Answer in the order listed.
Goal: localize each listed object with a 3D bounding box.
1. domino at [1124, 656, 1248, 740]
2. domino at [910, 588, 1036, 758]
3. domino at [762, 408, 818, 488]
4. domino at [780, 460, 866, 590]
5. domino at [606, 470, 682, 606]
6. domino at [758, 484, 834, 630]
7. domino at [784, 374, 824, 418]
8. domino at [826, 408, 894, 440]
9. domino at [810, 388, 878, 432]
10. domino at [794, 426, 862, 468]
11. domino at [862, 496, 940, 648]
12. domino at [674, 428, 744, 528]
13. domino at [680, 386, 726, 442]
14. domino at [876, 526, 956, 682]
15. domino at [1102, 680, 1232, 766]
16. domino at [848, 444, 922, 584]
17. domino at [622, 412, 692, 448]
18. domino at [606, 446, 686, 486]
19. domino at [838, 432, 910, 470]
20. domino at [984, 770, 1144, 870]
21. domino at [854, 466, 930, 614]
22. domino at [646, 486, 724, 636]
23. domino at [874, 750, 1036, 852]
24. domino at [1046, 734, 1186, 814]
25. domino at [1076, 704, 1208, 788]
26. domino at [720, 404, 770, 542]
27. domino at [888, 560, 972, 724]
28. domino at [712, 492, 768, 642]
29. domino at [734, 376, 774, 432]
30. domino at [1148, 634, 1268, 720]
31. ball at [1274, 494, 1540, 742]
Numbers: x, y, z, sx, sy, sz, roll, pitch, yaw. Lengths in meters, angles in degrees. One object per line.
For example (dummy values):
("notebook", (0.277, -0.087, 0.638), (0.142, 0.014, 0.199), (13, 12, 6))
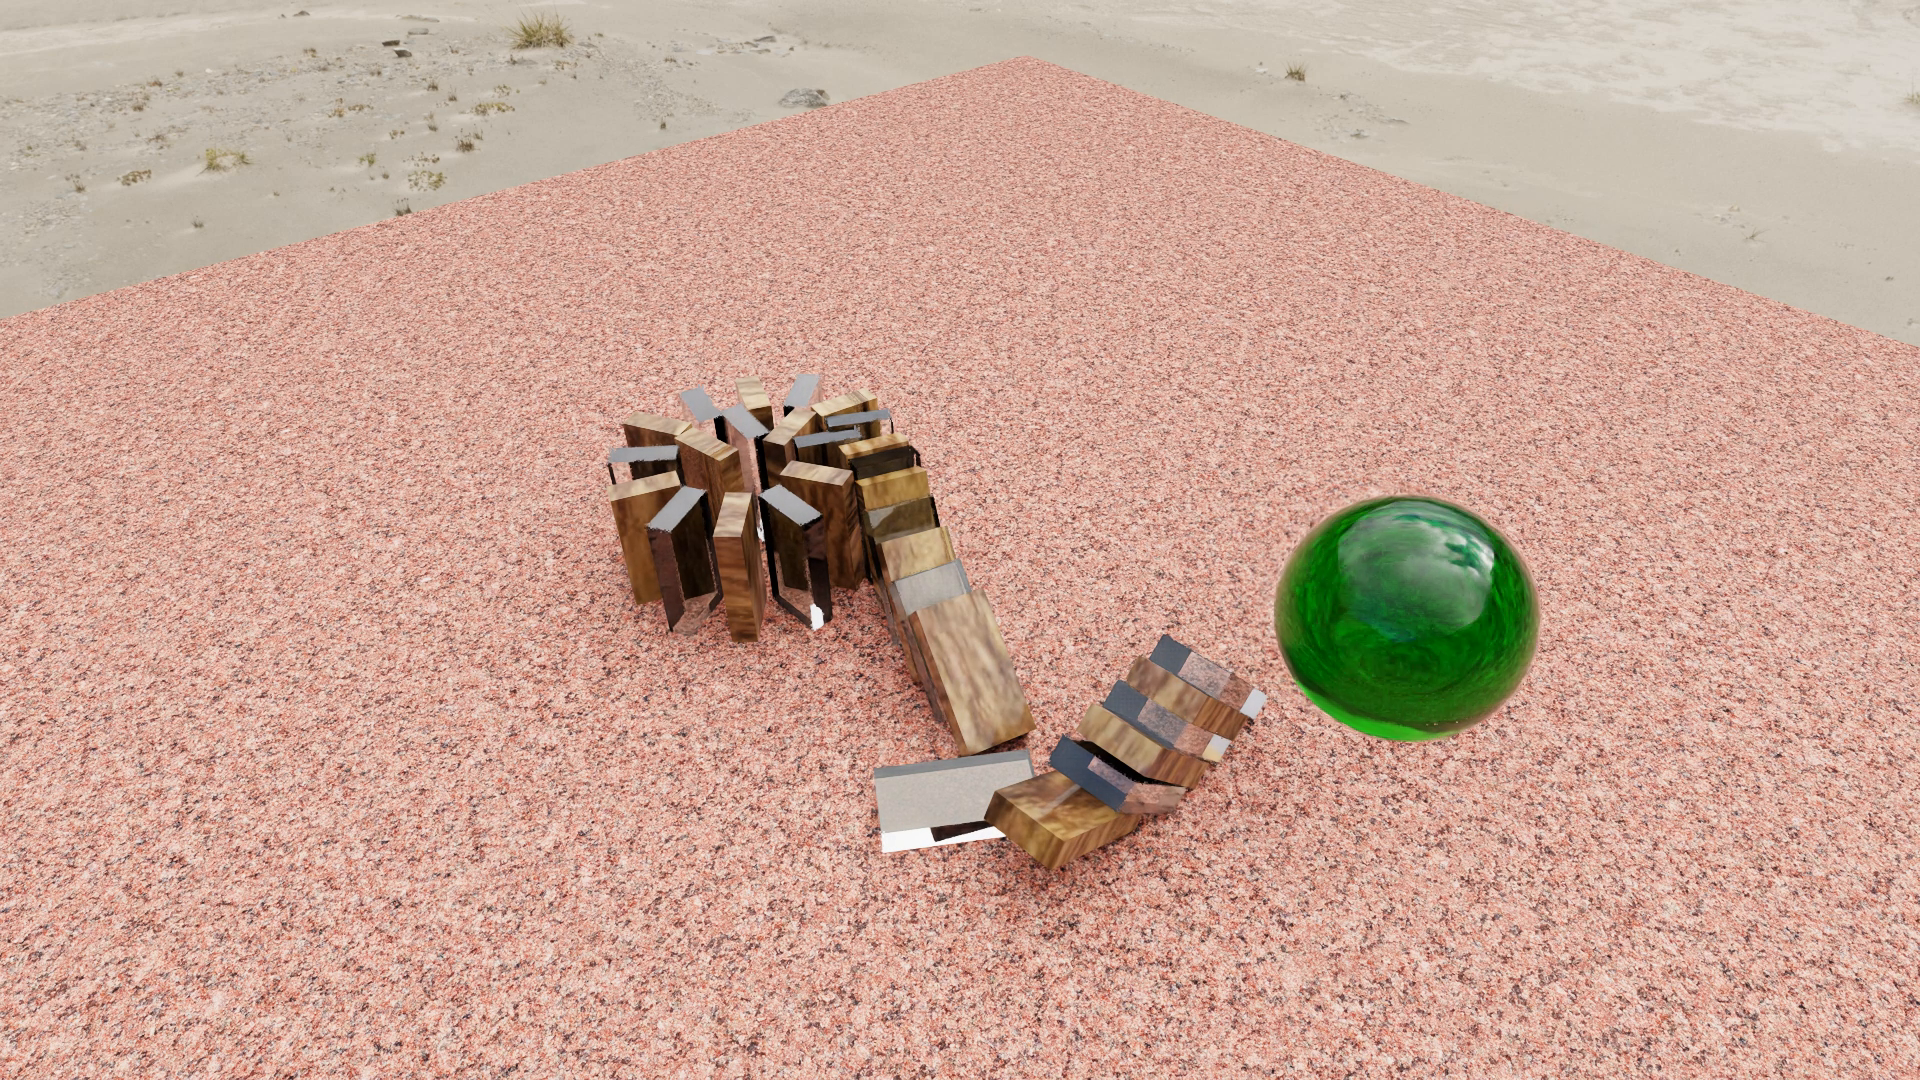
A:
("domino", (0.074, 0.051, 0.354), (0.025, 0.050, 0.009), (31, 91, 32))
("domino", (0.004, 0.044, 0.366), (0.025, 0.010, 0.050), (-18, 82, -21))
("domino", (-0.066, -0.025, 0.442), (0.009, 0.050, 0.025), (15, 42, 18))
("domino", (-0.051, -0.005, 0.417), (0.025, 0.050, 0.009), (10, 40, 16))
("domino", (-0.114, 0.000, 0.412), (0.025, 0.050, 0.009), (-15, 42, -18))
("domino", (-0.060, 0.007, 0.403), (0.010, 0.050, 0.025), (-32, 49, -33))
("domino", (-0.064, -0.042, 0.462), (0.010, 0.050, 0.025), (5, 40, 6))
("domino", (-0.039, -0.027, 0.443), (0.025, 0.050, 0.009), (-8, 32, -10))
("domino", (-0.046, -0.036, 0.455), (0.025, 0.050, 0.009), (-23, 43, -25))
("domino", (-0.050, -0.018, 0.433), (0.025, 0.050, 0.009), (-12, 33, -14))
("domino", (-0.017, 0.011, 0.400), (0.025, 0.050, 0.010), (-15, 7, -17))
("domino", (-0.096, -0.017, 0.432), (0.025, 0.050, 0.010), (26, 46, 28))
("domino", (-0.103, -0.035, 0.454), (0.009, 0.050, 0.025), (-20, 43, -22))
("domino", (-0.011, 0.022, 0.389), (0.025, 0.050, 0.010), (-15, -1, -18))
("domino", (0.066, 0.058, 0.346), (0.025, 0.050, 0.009), (31, 91, 32))
("domino", (-0.026, -0.009, 0.422), (0.025, 0.050, 0.009), (-15, 31, -17))
("domino", (-0.118, -0.026, 0.443), (0.025, 0.050, 0.010), (13, 41, 15))
("domino", (-0.119, -0.013, 0.427), (0.025, 0.050, 0.009), (-3, 39, -4))
("domino", (-0.031, -0.015, 0.429), (0.025, 0.050, 0.009), (-15, 31, -17))
("domino", (0.032, 0.080, 0.326), (0.025, 0.010, 0.050), (31, 18, 32))
("domino", (-0.022, 0.000, 0.412), (0.025, 0.050, 0.009), (-15, 19, -17))
("domino", (-0.099, 0.008, 0.401), (0.009, 0.050, 0.025), (13, 41, 15))
("domino", (-0.001, 0.081, 0.344), (0.050, 0.009, 0.025), (-6, 40, -7))
("domino", (0.048, 0.071, 0.331), (0.025, 0.050, 0.009), (31, 93, 31))
("domino", (0.057, 0.064, 0.339), (0.025, 0.050, 0.009), (31, 91, 32))
("domino", (-0.084, -0.027, 0.444), (0.010, 0.050, 0.025), (-24, 45, -27))
("domino", (-0.004, 0.034, 0.377), (0.025, 0.009, 0.050), (-18, 84, -21))
("domino", (-0.079, 0.010, 0.399), (0.009, 0.050, 0.025), (0, 39, 0))
("domino", (-0.084, -0.041, 0.461), (0.009, 0.050, 0.025), (-14, 41, -16))
("domino", (0.082, 0.045, 0.361), (0.025, 0.050, 0.010), (31, 91, 32))
("ball", (0.144, 0.025, 0.358), (0.080, 0.080, 0.080), (0, 39, 0))
